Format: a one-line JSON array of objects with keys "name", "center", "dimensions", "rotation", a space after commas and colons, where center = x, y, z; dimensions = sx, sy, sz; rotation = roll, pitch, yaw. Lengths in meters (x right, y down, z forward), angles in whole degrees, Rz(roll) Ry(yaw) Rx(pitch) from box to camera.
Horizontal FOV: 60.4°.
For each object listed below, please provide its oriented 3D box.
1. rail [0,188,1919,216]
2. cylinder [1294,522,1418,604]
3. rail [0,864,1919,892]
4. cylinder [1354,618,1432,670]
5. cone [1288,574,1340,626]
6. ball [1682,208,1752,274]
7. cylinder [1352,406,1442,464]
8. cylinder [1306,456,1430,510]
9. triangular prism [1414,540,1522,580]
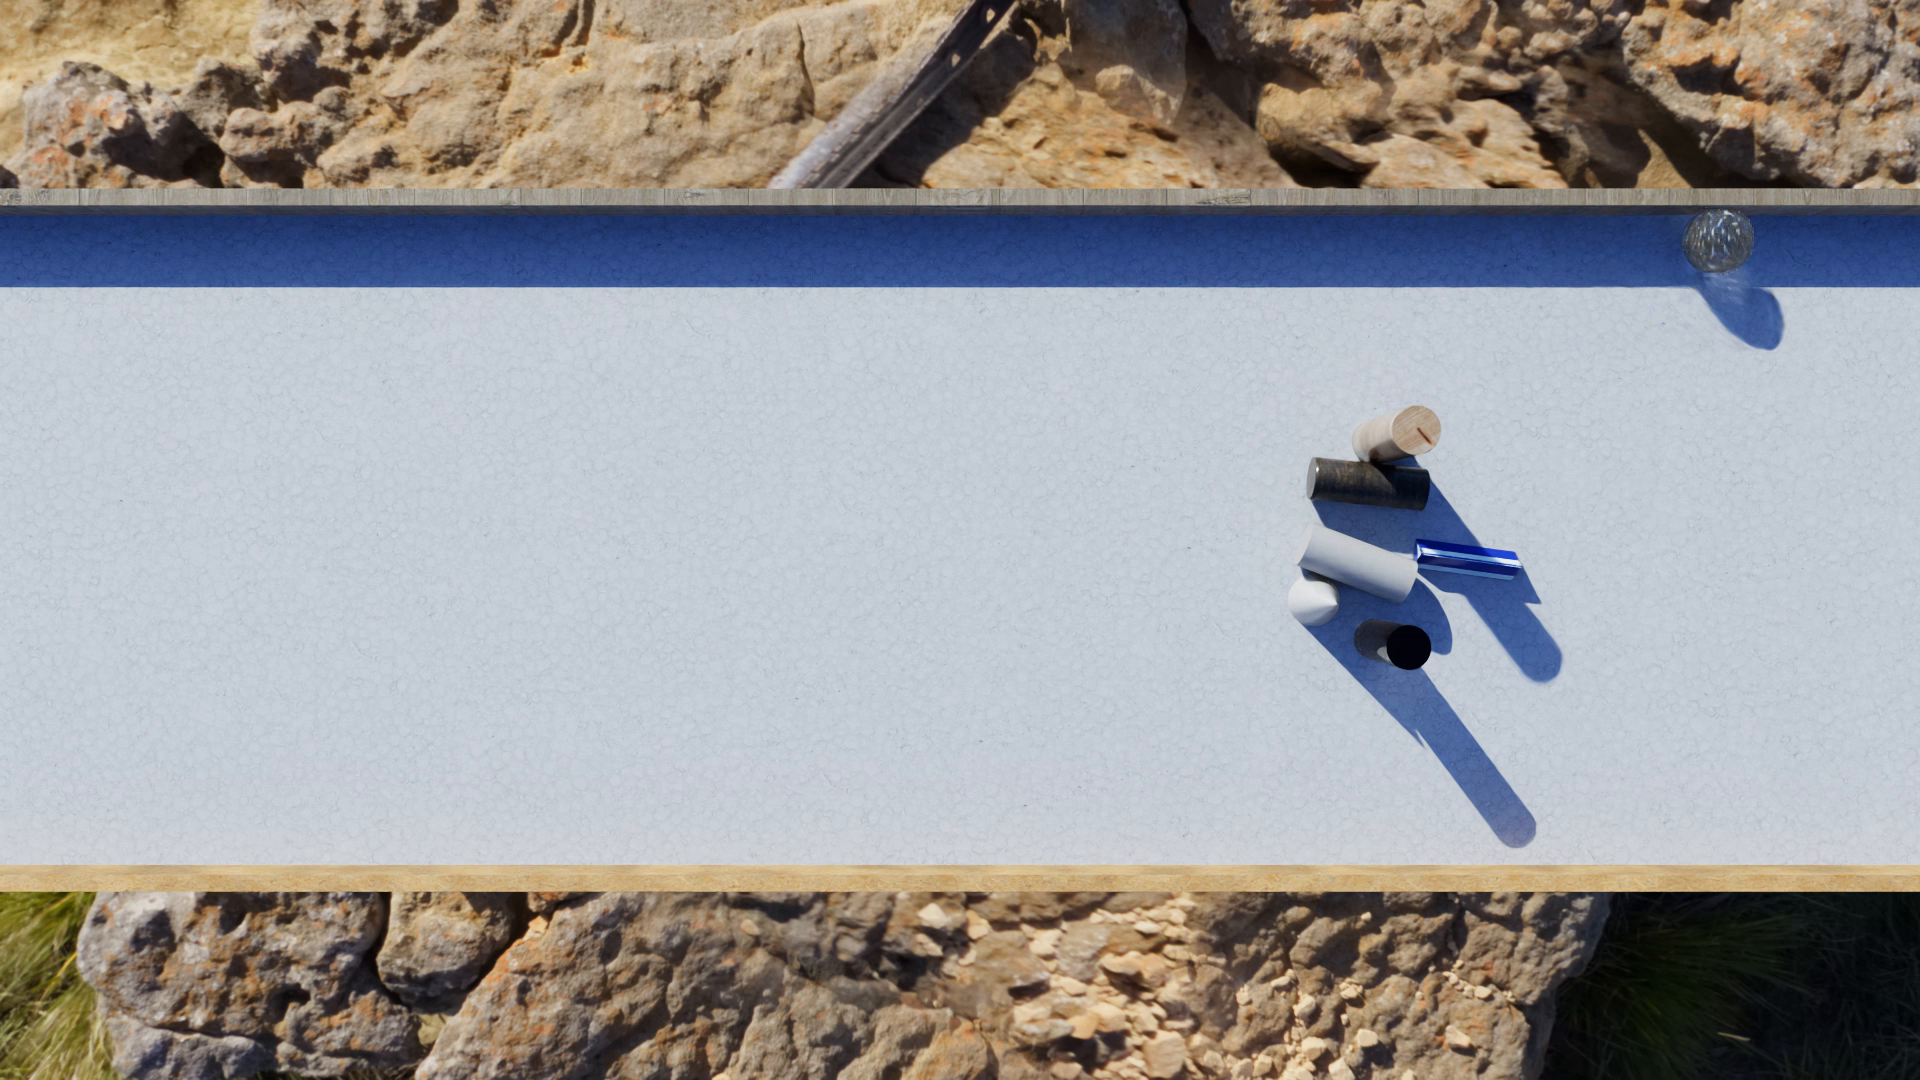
[{"name": "rail", "center": [-2.247, -1.025, 5.002], "dimensions": [12.000, 0.150, 0.050], "rotation": [0, 90, 0]}, {"name": "cylinder", "center": [1.201, 0.070, 5.007], "dimensions": [0.336, 0.139, 0.139], "rotation": [21, 90, 0]}, {"name": "rail", "center": [-2.247, 1.025, 5.001], "dimensions": [12.000, 0.150, 0.050], "rotation": [0, 90, 0]}, {"name": "cylinder", "center": [1.276, 0.306, 4.882], "dimensions": [0.128, 0.388, 0.128], "rotation": [0, 90, 0]}, {"name": "cone", "center": [1.089, 0.186, 4.919], "dimensions": [0.159, 0.315, 0.159], "rotation": [0, 90, 0]}, {"name": "ball", "center": [2.286, -0.903, 4.979], "dimensions": [0.195, 0.195, 0.195], "rotation": [0, 90, 0]}, {"name": "cylinder", "center": [1.278, -0.305, 4.849], "dimensions": [0.139, 0.452, 0.139], "rotation": [0, 89, -1]}, {"name": "cylinder", "center": [1.238, -0.171, 5.011], "dimensions": [0.343, 0.130, 0.130], "rotation": [6, 90, 0]}, {"name": "triangular prism", "center": [1.550, 0.061, 5.036], "dimensions": [0.310, 0.077, 0.089], "rotation": [8, 90, 0]}]
